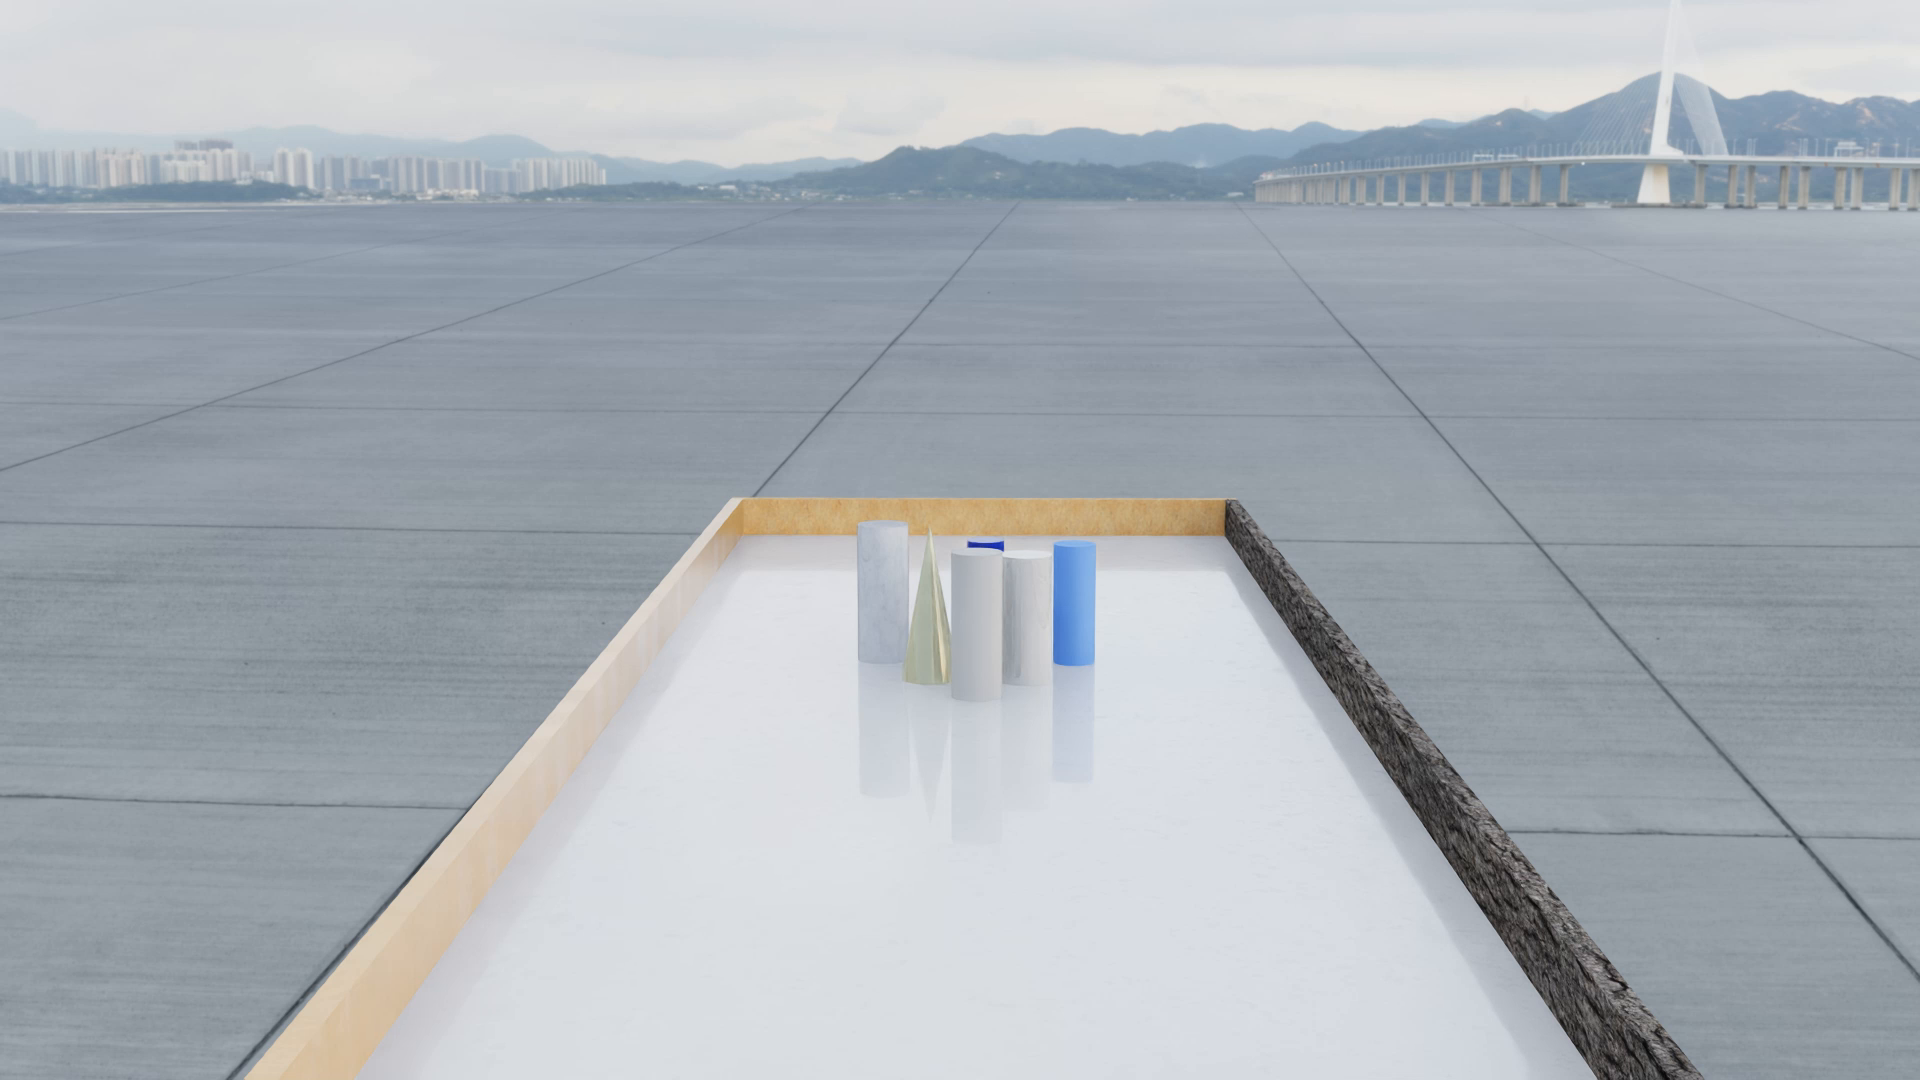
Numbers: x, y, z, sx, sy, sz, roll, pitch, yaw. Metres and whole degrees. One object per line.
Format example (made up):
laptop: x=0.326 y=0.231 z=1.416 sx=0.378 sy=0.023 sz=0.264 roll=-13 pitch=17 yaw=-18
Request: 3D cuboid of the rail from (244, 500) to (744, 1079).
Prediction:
rail: x=-1.004 y=0.839 z=3.234 sx=0.050 sy=0.150 sz=12.000 roll=0 pitch=9 yaw=1

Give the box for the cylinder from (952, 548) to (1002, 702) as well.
cylinder: x=0.047 y=0.237 z=6.189 sx=0.144 sy=0.414 sz=0.144 roll=0 pitch=9 yaw=0

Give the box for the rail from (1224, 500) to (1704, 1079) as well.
rail: x=1.046 y=0.843 z=3.208 sx=0.050 sy=0.150 sz=12.000 roll=0 pitch=9 yaw=1

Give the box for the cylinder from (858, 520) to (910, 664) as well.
cylinder: x=-0.233 y=0.157 z=6.687 sx=0.156 sy=0.416 sz=0.156 roll=0 pitch=9 yaw=0

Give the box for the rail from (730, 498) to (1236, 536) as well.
rail: x=0.099 y=-0.098 z=9.147 sx=2.100 sy=0.150 sz=0.050 roll=0 pitch=9 yaw=1

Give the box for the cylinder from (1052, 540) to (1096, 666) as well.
cylinder: x=0.346 y=0.190 z=6.650 sx=0.128 sy=0.363 sz=0.128 roll=0 pitch=9 yaw=0

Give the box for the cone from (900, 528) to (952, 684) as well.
cone: x=-0.088 y=0.180 z=6.416 sx=0.173 sy=0.456 sz=0.173 roll=0 pitch=9 yaw=0

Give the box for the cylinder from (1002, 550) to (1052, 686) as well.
cylinder: x=0.191 y=0.226 z=6.393 sx=0.152 sy=0.373 sz=0.152 roll=0 pitch=9 yaw=0

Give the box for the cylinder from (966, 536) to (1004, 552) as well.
cylinder: x=0.077 y=0.181 z=6.698 sx=0.114 sy=0.367 sz=0.114 roll=0 pitch=9 yaw=0
